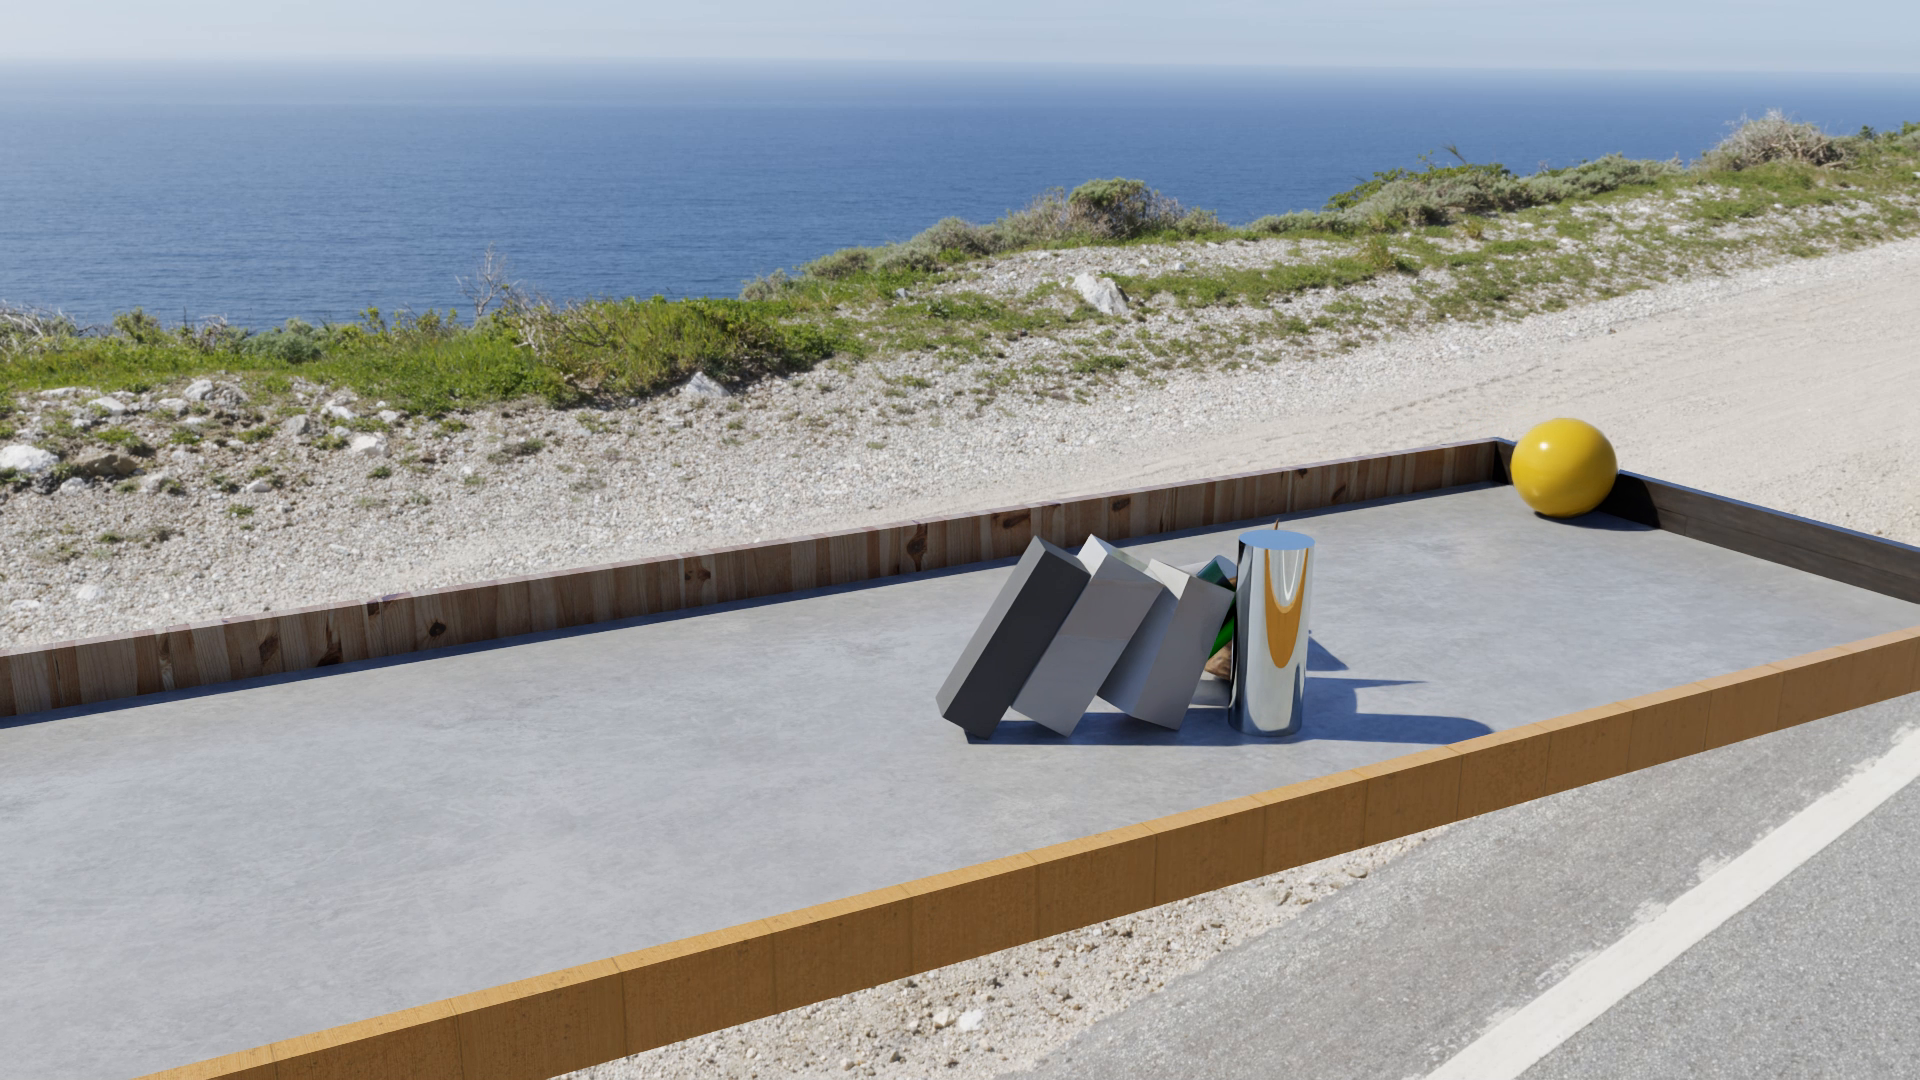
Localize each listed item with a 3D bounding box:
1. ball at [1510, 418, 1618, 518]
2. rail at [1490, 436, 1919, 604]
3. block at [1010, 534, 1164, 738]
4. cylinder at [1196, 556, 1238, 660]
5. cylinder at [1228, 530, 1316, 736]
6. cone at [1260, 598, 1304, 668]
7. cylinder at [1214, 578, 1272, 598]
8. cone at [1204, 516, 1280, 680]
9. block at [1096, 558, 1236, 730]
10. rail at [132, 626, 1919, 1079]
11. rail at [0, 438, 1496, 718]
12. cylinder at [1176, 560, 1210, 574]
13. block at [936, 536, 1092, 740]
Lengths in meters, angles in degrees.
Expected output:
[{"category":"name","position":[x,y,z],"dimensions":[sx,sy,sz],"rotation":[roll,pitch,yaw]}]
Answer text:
[{"category":"ball","position":[2.044,-0.246,5.588],"dimensions":[0.340,0.340,0.340],"rotation":[0,16,0]},{"category":"rail","position":[2.466,-0.048,5.253],"dimensions":[0.050,0.150,2.100],"rotation":[-9,18,-27]},{"category":"block","position":[0.278,0.221,3.821],"dimensions":[0.158,0.419,0.158],"rotation":[28,10,-16]},{"category":"cylinder","position":[0.570,0.207,4.024],"dimensions":[0.173,0.321,0.173],"rotation":[39,21,-18]},{"category":"cylinder","position":[0.721,0.215,3.826],"dimensions":[0.172,0.448,0.172],"rotation":[1,16,0]},{"category":"cone","position":[0.859,0.235,4.399],"dimensions":[0.179,0.179,0.364],"rotation":[7,4,22]},{"category":"cylinder","position":[0.632,0.194,4.441],"dimensions":[0.406,0.144,0.144],"rotation":[-8,18,-24]},{"category":"cone","position":[0.726,0.139,4.093],"dimensions":[0.161,0.414,0.161],"rotation":[17,6,-2]},{"category":"block","position":[0.479,0.244,3.854],"dimensions":[0.148,0.348,0.148],"rotation":[20,4,-33]},{"category":"rail","position":[-2.336,1.006,1.665],"dimensions":[12.000,0.150,0.050],"rotation":[-9,18,-27]},{"category":"rail","position":[-3.305,0.497,3.399],"dimensions":[12.000,0.150,0.050],"rotation":[-9,18,-27]},{"category":"cylinder","position":[0.602,0.136,4.692],"dimensions":[0.306,0.112,0.112],"rotation":[-10,19,-30]},{"category":"block","position":[0.118,0.224,3.790],"dimensions":[0.123,0.453,0.123],"rotation":[29,10,-15]}]
